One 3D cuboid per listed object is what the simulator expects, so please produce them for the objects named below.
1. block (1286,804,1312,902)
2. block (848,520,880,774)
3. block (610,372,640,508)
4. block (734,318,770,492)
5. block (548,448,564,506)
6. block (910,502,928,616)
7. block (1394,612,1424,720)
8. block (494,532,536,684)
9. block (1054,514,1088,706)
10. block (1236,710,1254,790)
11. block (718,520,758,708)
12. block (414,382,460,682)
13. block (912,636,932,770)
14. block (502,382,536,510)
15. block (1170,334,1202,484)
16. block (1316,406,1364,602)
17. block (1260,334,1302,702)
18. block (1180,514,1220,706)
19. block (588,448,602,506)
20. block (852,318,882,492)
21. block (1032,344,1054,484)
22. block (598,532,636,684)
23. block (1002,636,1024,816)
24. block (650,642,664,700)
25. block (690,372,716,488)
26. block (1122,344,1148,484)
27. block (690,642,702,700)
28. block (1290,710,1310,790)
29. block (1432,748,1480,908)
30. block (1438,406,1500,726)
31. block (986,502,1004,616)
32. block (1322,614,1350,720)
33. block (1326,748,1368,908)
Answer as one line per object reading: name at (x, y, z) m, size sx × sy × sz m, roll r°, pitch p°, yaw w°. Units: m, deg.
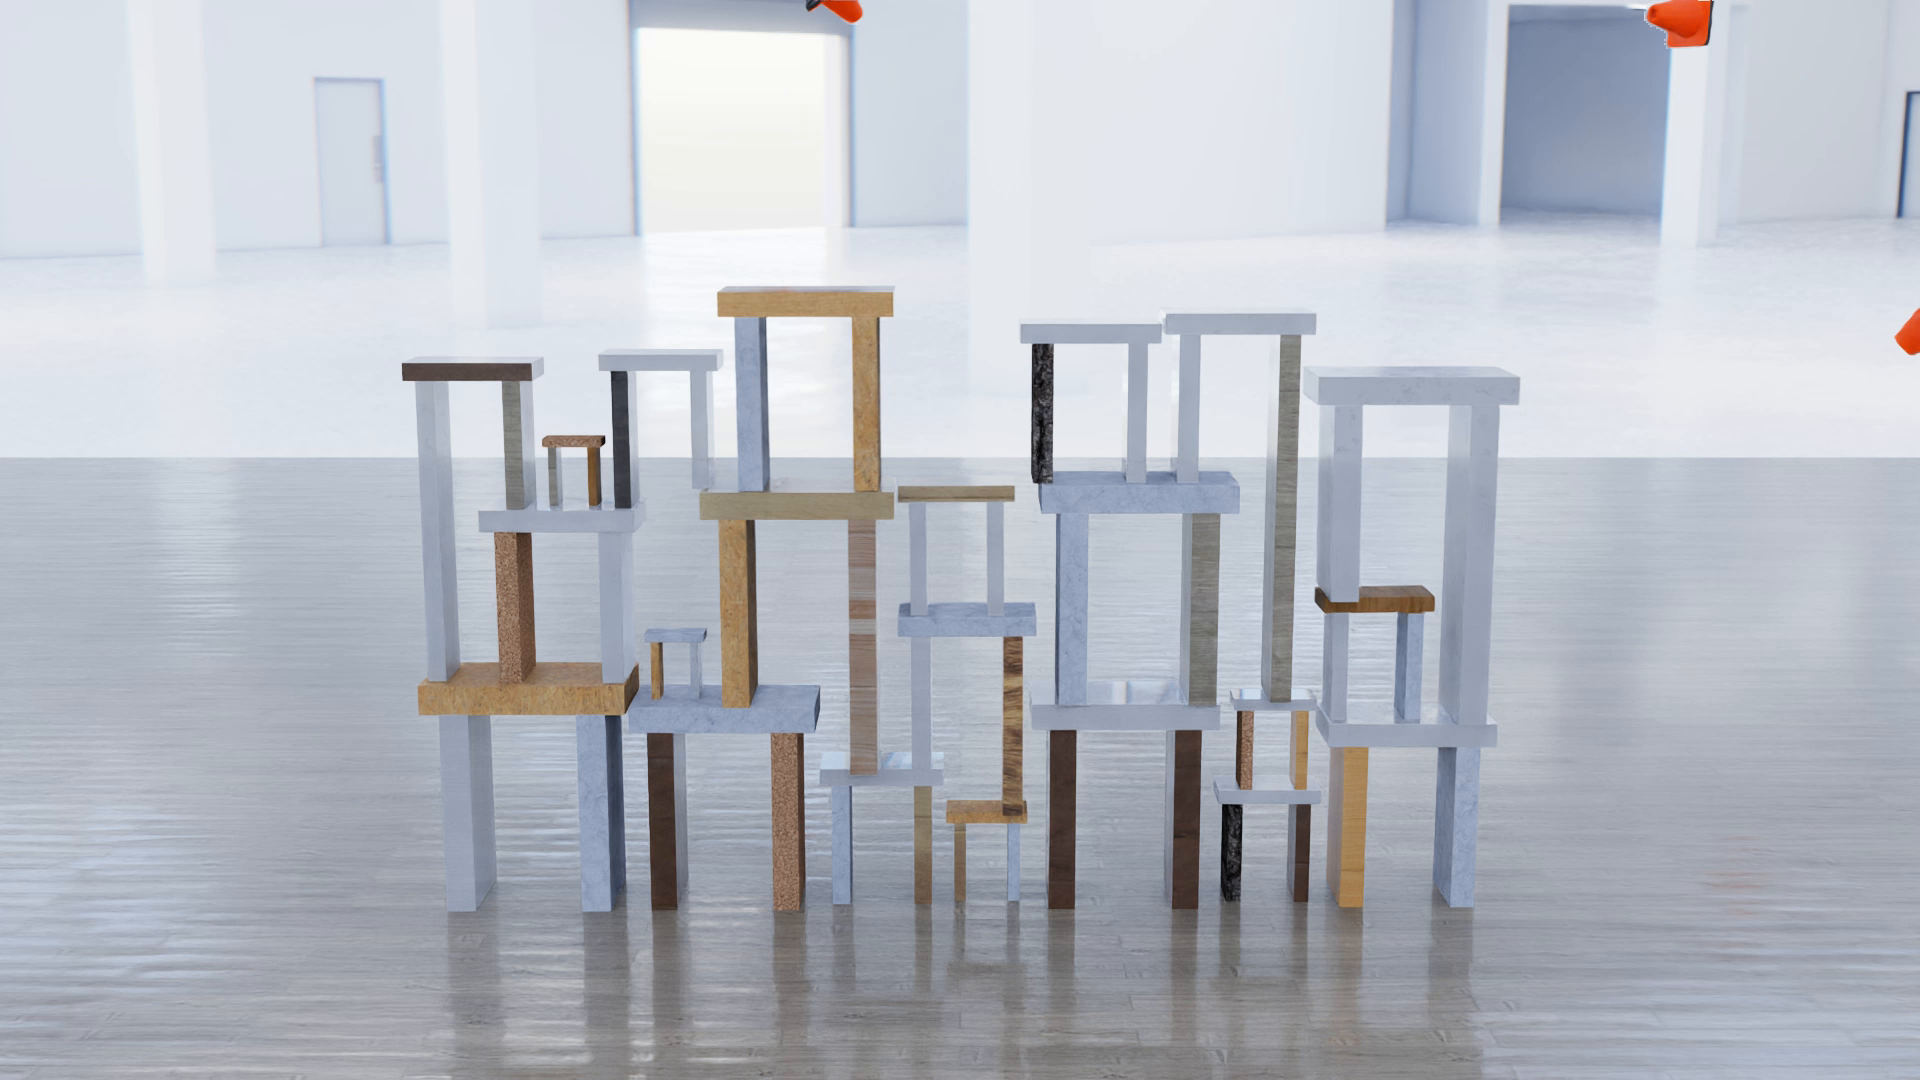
block at (0.563, 0.507, 3.657) m, size 0.024 × 0.167 × 0.084 m, roll 0°, pitch 11°, yaw 0°
block at (-0.155, 0.159, 3.585) m, size 0.043 × 0.418 × 0.153 m, roll 0°, pitch 11°, yaw 0°
block at (-0.537, -0.167, 3.531) m, size 0.027 × 0.219 × 0.094 m, roll 0°, pitch 11°, yaw 0°
block at (-0.332, -0.224, 3.515) m, size 0.039 × 0.275 × 0.137 m, roll 0°, pitch 11°, yaw 0°
block at (-0.652, -0.106, 3.543) m, size 0.013 × 0.095 × 0.047 m, roll 0°, pitch 11°, yaw 0°
block at (-0.067, 0.022, 3.567) m, size 0.026 × 0.186 × 0.093 m, roll 0°, pitch 11°, yaw 0°
block at (0.733, 0.197, 3.594) m, size 0.025 × 0.178 × 0.089 m, roll 0°, pitch 11°, yaw 0°
block at (-0.722, 0.098, 3.573) m, size 0.035 × 0.248 × 0.124 m, roll 0°, pitch 11°, yaw 0°
block at (0.181, 0.098, 3.574) m, size 0.044 × 0.312 × 0.156 m, roll 0°, pitch 11°, yaw 0°
block at (0.468, 0.337, 3.618) m, size 0.019 × 0.134 × 0.067 m, roll 0°, pitch 11°, yaw 0°
block at (-0.359, 0.105, 3.574) m, size 0.043 × 0.307 × 0.153 m, roll 0°, pitch 11°, yaw 0°
block at (-0.843, -0.020, 3.553) m, size 0.029 × 0.487 × 0.102 m, roll 0°, pitch 11°, yaw 0°
block at (-0.062, 0.254, 3.611) m, size 0.031 × 0.222 × 0.111 m, roll 0°, pitch 11°, yaw 0°
block at (-0.707, -0.159, 3.527) m, size 0.029 × 0.204 × 0.102 m, roll 0°, pitch 11°, yaw 0°
block at (0.360, -0.216, 3.519) m, size 0.033 × 0.236 × 0.118 m, roll 0°, pitch 11°, yaw 0°
block at (0.611, -0.070, 3.547) m, size 0.045 × 0.315 × 0.158 m, roll -1°, pitch 11°, yaw 1°
block at (0.518, -0.040, 3.552) m, size 0.033 × 0.593 × 0.118 m, roll 0°, pitch 11°, yaw 0°
block at (0.389, 0.098, 3.574) m, size 0.044 × 0.312 × 0.156 m, roll 0°, pitch 11°, yaw 0°
block at (-0.589, -0.106, 3.543) m, size 0.013 × 0.095 × 0.047 m, roll 0°, pitch 11°, yaw 0°
block at (-0.149, -0.225, 3.515) m, size 0.039 × 0.275 × 0.137 m, roll 0°, pitch 11°, yaw 0°
block at (0.132, -0.208, 3.518) m, size 0.031 × 0.221 × 0.111 m, roll 0°, pitch 11°, yaw 0°
block at (-0.557, 0.098, 3.573) m, size 0.035 × 0.248 × 0.124 m, roll 0°, pitch 11°, yaw 0°
block at (0.086, 0.292, 3.616) m, size 0.031 × 0.300 × 0.111 m, roll 0°, pitch 11°, yaw 0°
block at (-0.495, 0.208, 3.595) m, size 0.014 × 0.095 × 0.048 m, roll 0°, pitch 11°, yaw 0°
block at (-0.413, -0.182, 3.527) m, size 0.027 × 0.187 × 0.094 m, roll 0°, pitch 11°, yaw 0°
block at (0.279, -0.208, 3.518) m, size 0.031 × 0.221 × 0.111 m, roll 0°, pitch 11°, yaw 0°
block at (-0.431, 0.208, 3.595) m, size 0.014 × 0.095 × 0.048 m, roll 0°, pitch 11°, yaw 0°
block at (0.558, 0.337, 3.618) m, size 0.019 × 0.134 × 0.067 m, roll 0°, pitch 11°, yaw 0°
block at (0.822, 0.456, 3.646) m, size 0.039 × 0.272 × 0.136 m, roll 0°, pitch 11°, yaw 0°
block at (0.824, 0.030, 3.566) m, size 0.045 × 0.518 × 0.158 m, roll 0°, pitch 11°, yaw 0°
block at (0.057, 0.022, 3.566) m, size 0.026 × 0.186 × 0.093 m, roll 0°, pitch 11°, yaw 0°
block at (0.614, 0.197, 3.595) m, size 0.025 × 0.178 × 0.089 m, roll -1°, pitch 11°, yaw 0°
block at (0.641, 0.456, 3.646) m, size 0.039 × 0.272 × 0.136 m, roll 0°, pitch 11°, yaw 0°
